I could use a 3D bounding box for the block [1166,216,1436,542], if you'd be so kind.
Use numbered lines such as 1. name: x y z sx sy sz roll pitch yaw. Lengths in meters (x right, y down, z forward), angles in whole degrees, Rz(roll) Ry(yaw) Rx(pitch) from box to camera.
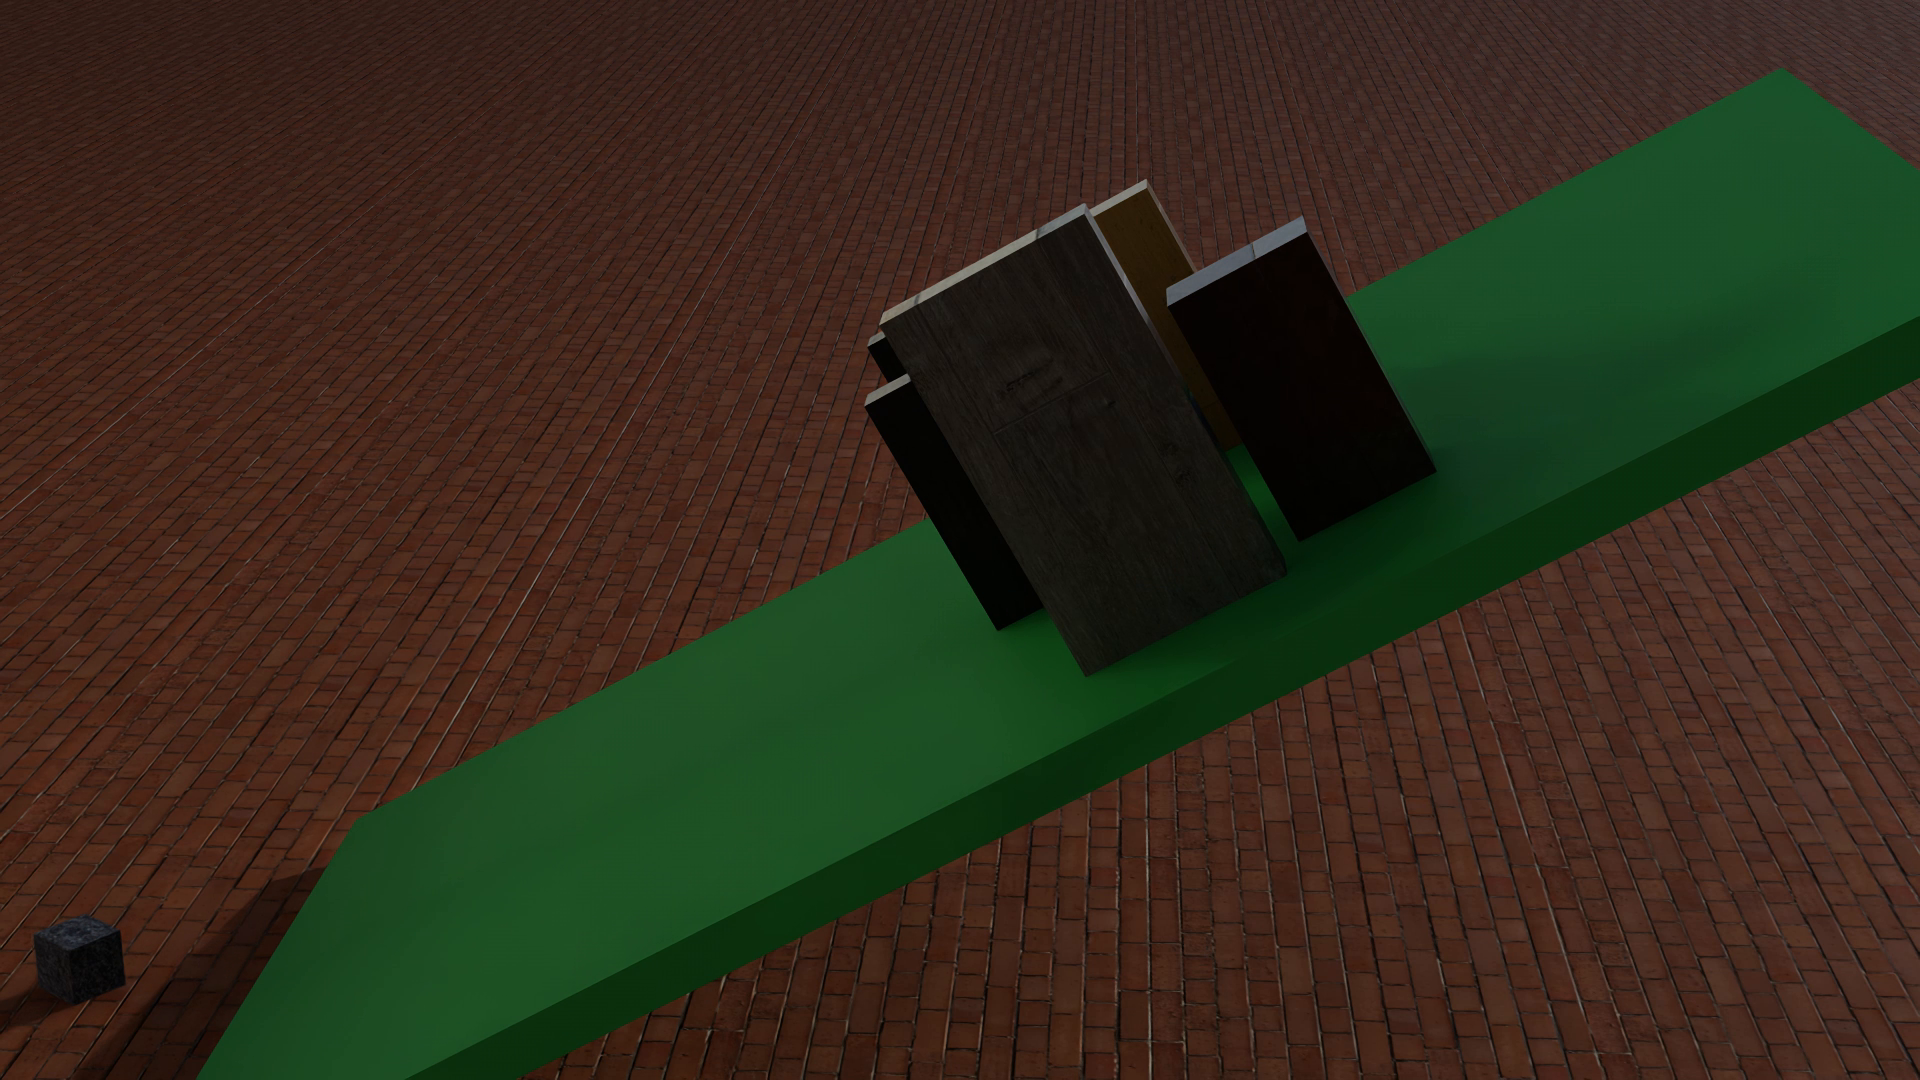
1. block: 0.648 -0.305 5.594 0.293 0.528 0.145 -28 15 12

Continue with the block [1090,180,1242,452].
1. block: 0.386 -0.431 6.407 0.371 0.596 0.098 -28 15 12

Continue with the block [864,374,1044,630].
1. block: 0.129 -0.153 6.066 0.427 0.554 0.092 -28 15 12

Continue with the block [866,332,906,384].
1. block: 0.078 -0.344 6.926 0.389 0.500 0.089 -28 15 12

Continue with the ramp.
1. ramp: 0.142 0.167 6.283 4.000 0.100 2.000 -28 15 12

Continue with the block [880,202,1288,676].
1. block: 0.234 -0.179 5.479 0.429 0.783 0.097 -28 15 12

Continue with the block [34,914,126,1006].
1. block: -2.062 0.982 6.888 0.141 0.141 0.141 15 23 38
